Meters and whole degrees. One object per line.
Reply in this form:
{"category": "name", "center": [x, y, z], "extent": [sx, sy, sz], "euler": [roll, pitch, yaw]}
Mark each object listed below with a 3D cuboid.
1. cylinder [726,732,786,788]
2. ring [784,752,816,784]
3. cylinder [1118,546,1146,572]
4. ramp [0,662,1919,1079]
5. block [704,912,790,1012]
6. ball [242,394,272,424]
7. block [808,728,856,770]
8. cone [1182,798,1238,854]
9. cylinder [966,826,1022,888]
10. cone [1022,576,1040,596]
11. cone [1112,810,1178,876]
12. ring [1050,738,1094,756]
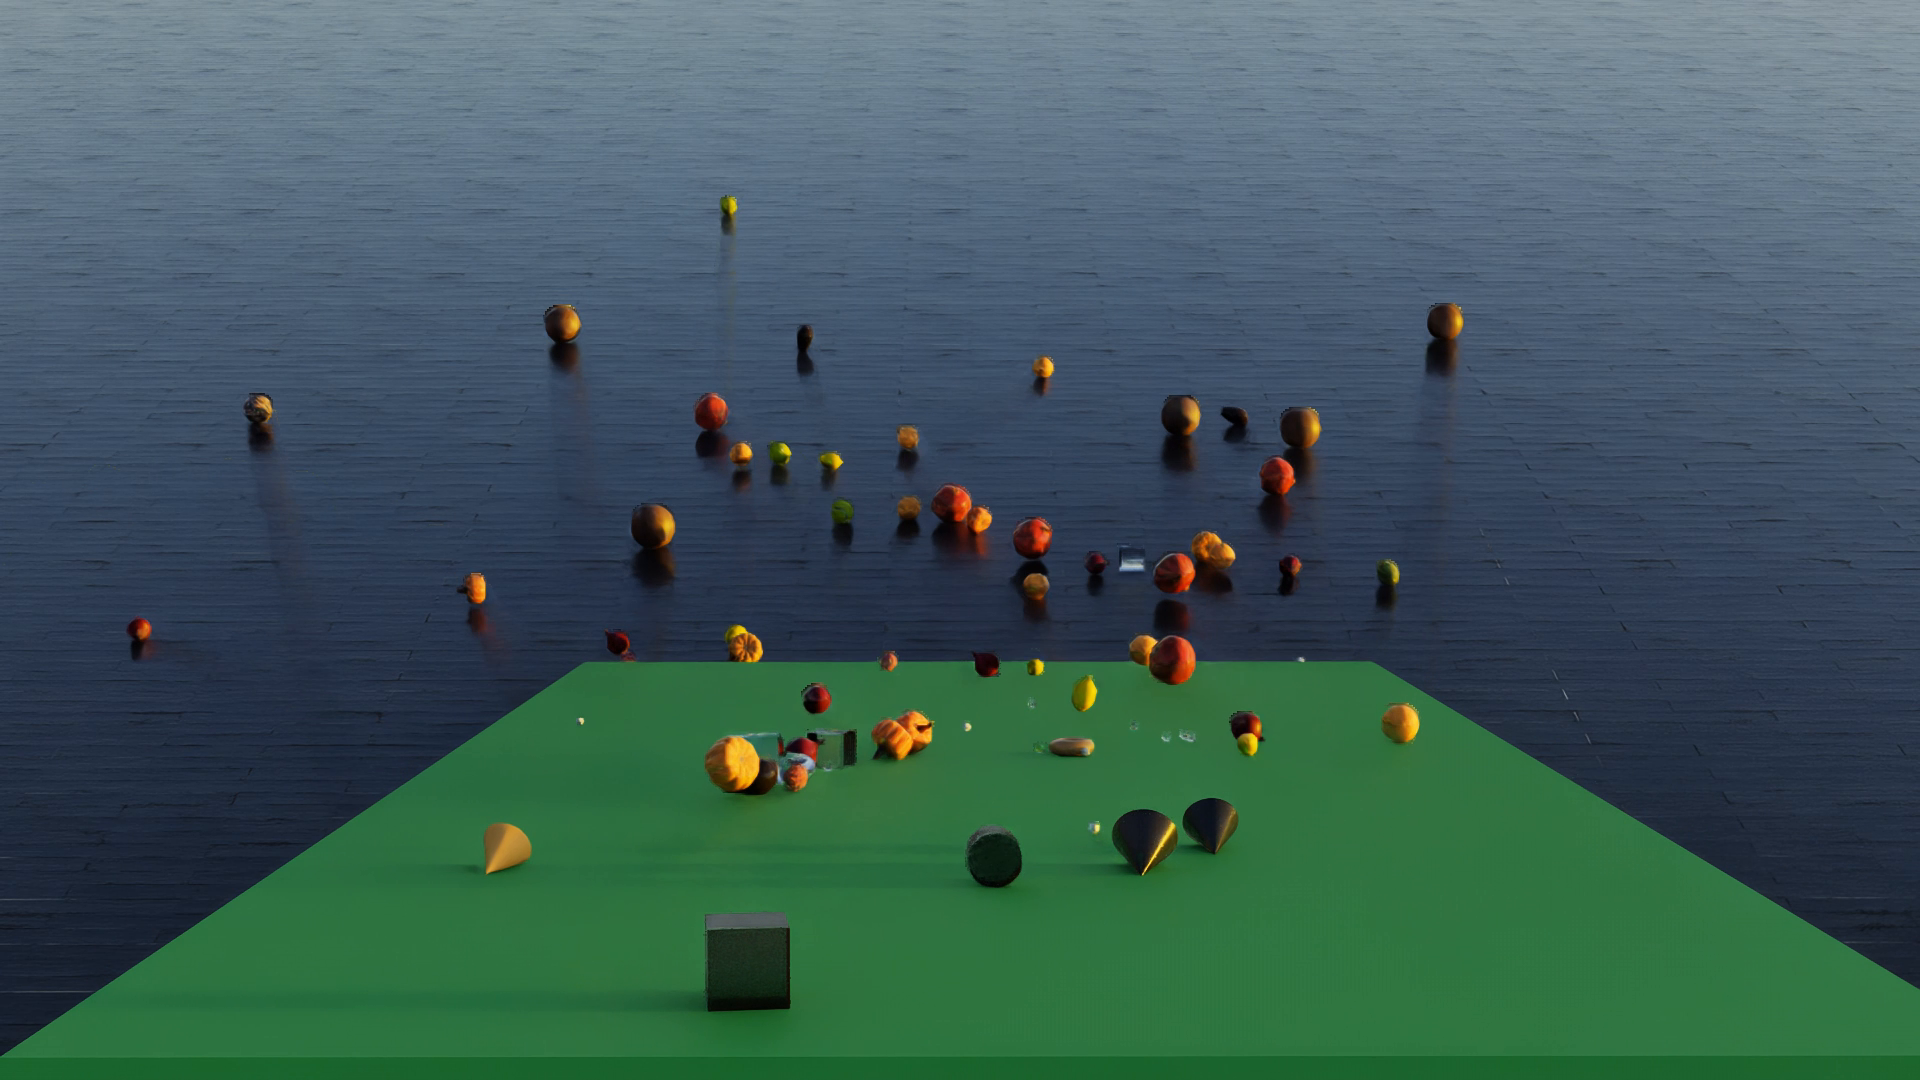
{"category": "cylinder", "center": [-0.345, 0.372, 4.343], "extent": [0.088, 0.088, 0.088], "euler": [-4, 22, 3]}
{"category": "ring", "center": [-0.311, 0.393, 4.439], "extent": [0.125, 0.042, 0.125], "euler": [-1, 4, 0]}
{"category": "cylinder", "center": [0.490, 0.054, 7.319], "extent": [0.071, 0.071, 0.071], "euler": [3, 22, -3]}
{"category": "ramp", "center": [0.051, 0.459, 4.533], "extent": [2.000, 0.100, 4.000], "euler": [0, 3, 0]}
{"category": "block", "center": [-0.230, 0.453, 2.770], "extent": [0.087, 0.087, 0.087], "euler": [0, 3, -8]}
{"category": "ball", "center": [-2.323, -0.433, 8.504], "extent": [0.094, 0.094, 0.094], "euler": [0, 22, 0]}
{"category": "block", "center": [-0.230, 0.374, 4.597], "extent": [0.063, 0.063, 0.063], "euler": [1, 3, 25]}
{"category": "cone", "center": [0.366, 0.431, 3.721], "extent": [0.082, 0.082, 0.082], "euler": [0, 29, 0]}
{"category": "cylinder", "center": [0.046, 0.426, 3.463], "extent": [0.073, 0.073, 0.073], "euler": [-1, 3, -2]}
{"category": "cone", "center": [0.201, 0.120, 7.183], "extent": [0.052, 0.052, 0.052], "euler": [0, 22, 0]}
{"category": "cone", "center": [0.253, 0.437, 3.554], "extent": [0.093, 0.093, 0.093], "euler": [2, 30, 6]}
{"category": "ring", "center": [0.207, 0.383, 4.770], "extent": [0.084, 0.028, 0.084], "euler": [-1, 2, 0]}
